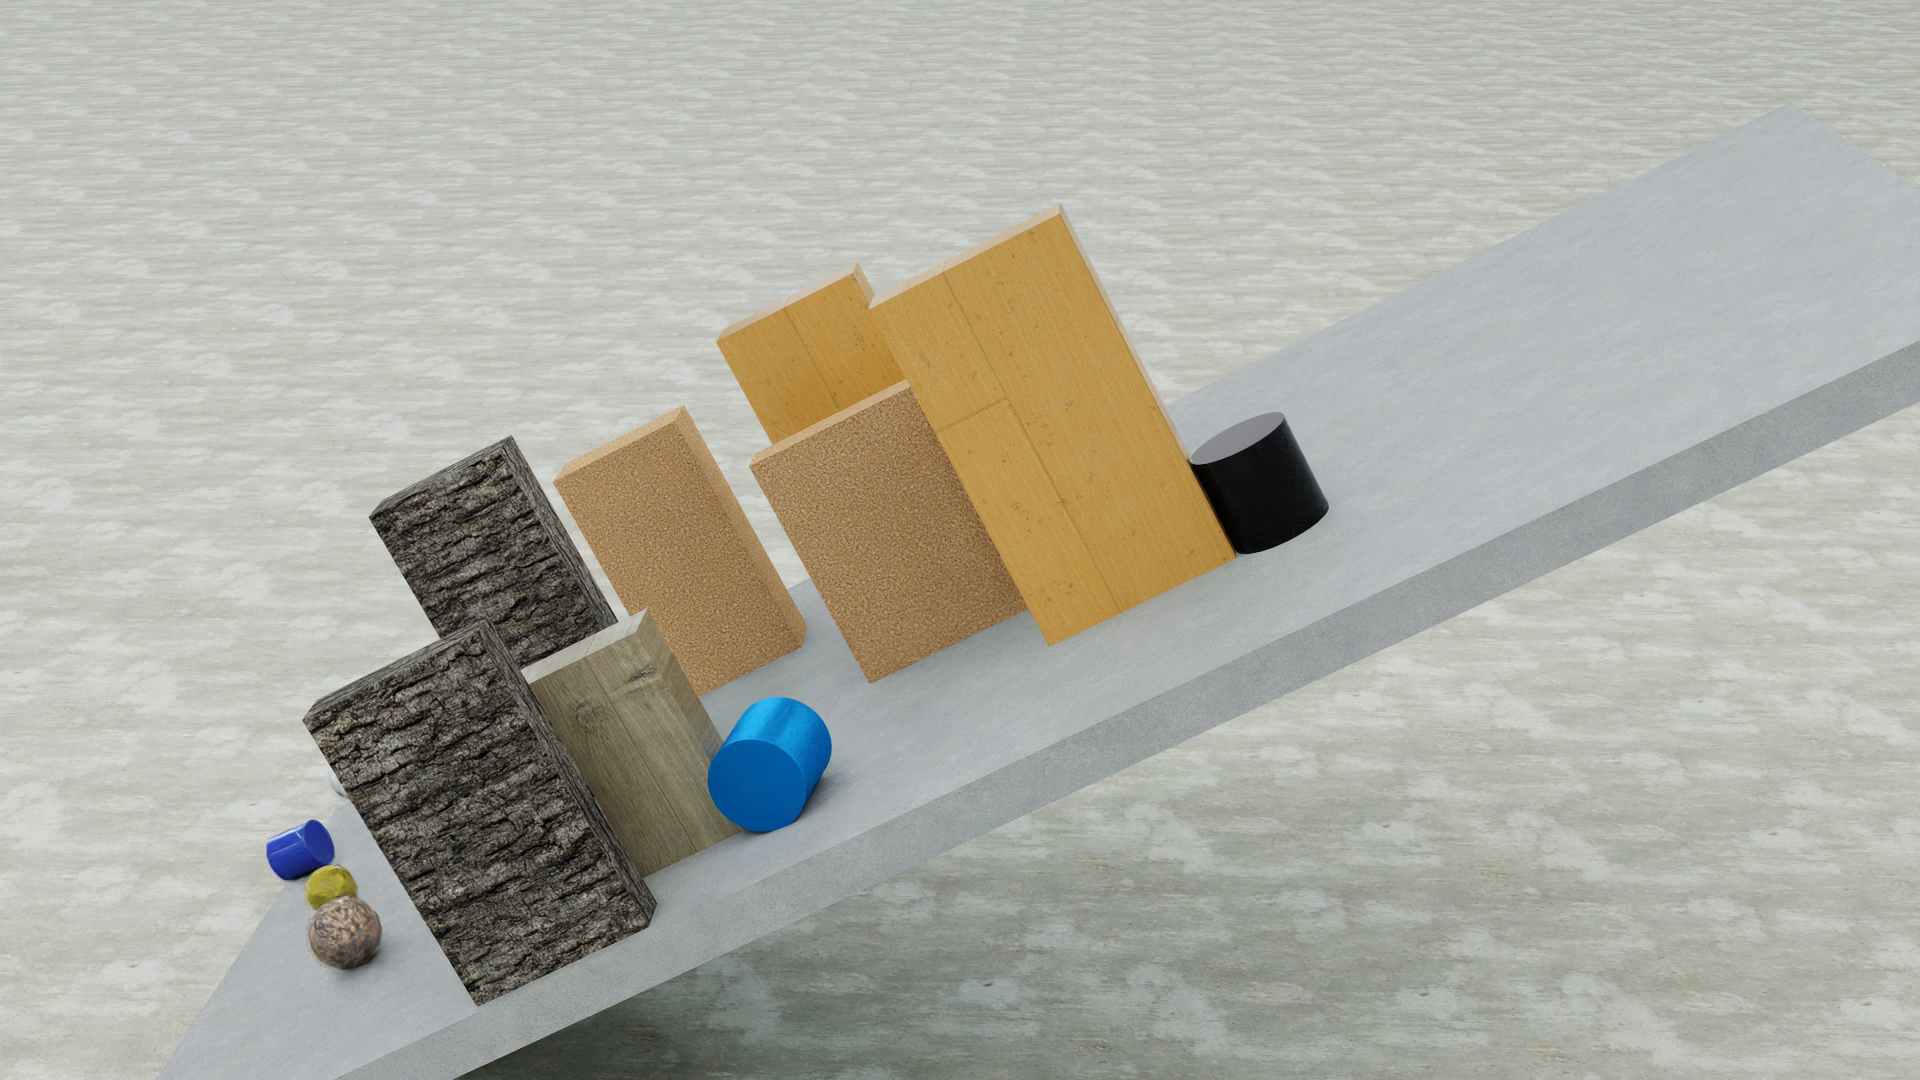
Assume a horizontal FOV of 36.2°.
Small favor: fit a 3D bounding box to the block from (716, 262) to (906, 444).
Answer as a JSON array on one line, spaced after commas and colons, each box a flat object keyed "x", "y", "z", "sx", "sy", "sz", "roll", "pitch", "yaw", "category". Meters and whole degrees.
[{"x": -0.203, "y": -0.197, "z": 6.470, "sx": 0.336, "sy": 0.749, "sz": 0.121, "roll": -26, "pitch": 14, "yaw": 10, "category": "block"}]

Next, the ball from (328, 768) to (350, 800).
[{"x": -1.621, "y": 0.629, "z": 7.861, "sx": 0.129, "sy": 0.129, "sz": 0.129, "roll": 0, "pitch": 17, "yaw": 0, "category": "ball"}]

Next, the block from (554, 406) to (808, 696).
[{"x": -0.641, "y": 0.036, "z": 6.793, "sx": 0.319, "sy": 0.602, "sz": 0.149, "roll": -26, "pitch": 14, "yaw": 10, "category": "block"}]

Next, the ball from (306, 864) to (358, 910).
[{"x": -1.411, "y": 0.787, "z": 6.605, "sx": 0.115, "sy": 0.115, "sz": 0.115, "roll": 0, "pitch": 17, "yaw": 0, "category": "ball"}]

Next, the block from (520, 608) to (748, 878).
[{"x": -0.691, "y": 0.434, "z": 5.771, "sx": 0.406, "sy": 0.451, "sz": 0.145, "roll": -26, "pitch": 14, "yaw": 10, "category": "block"}]

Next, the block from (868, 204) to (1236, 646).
[{"x": 0.186, "y": -0.220, "z": 5.762, "sx": 0.412, "sy": 0.766, "sz": 0.109, "roll": -26, "pitch": 14, "yaw": 10, "category": "block"}]

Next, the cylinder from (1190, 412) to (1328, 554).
[{"x": 0.589, "y": -0.112, "z": 5.777, "sx": 0.204, "sy": 0.204, "sz": 0.204, "roll": -27, "pitch": 14, "yaw": 7, "category": "cylinder"}]

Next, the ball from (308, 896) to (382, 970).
[{"x": -1.287, "y": 0.823, "z": 6.157, "sx": 0.152, "sy": 0.152, "sz": 0.152, "roll": 0, "pitch": 17, "yaw": 0, "category": "ball"}]

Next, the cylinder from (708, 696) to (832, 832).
[{"x": -0.367, "y": 0.432, "z": 5.687, "sx": 0.195, "sy": 0.195, "sz": 0.195, "roll": 4, "pitch": 22, "yaw": 12, "category": "cylinder"}]

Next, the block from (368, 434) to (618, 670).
[{"x": -1.080, "y": 0.141, "z": 7.088, "sx": 0.361, "sy": 0.687, "sz": 0.148, "roll": -26, "pitch": 14, "yaw": 10, "category": "block"}]

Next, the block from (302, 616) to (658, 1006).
[{"x": -0.889, "y": 0.509, "z": 5.479, "sx": 0.372, "sy": 0.643, "sz": 0.108, "roll": -26, "pitch": 14, "yaw": 10, "category": "block"}]

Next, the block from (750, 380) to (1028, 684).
[{"x": -0.144, "y": -0.019, "z": 6.166, "sx": 0.379, "sy": 0.535, "sz": 0.099, "roll": -26, "pitch": 14, "yaw": 10, "category": "block"}]

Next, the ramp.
[{"x": 0.140, "y": 0.167, "z": 6.281, "sx": 4.000, "sy": 0.100, "sz": 2.000, "roll": -26, "pitch": 14, "yaw": 10, "category": "ramp"}]
